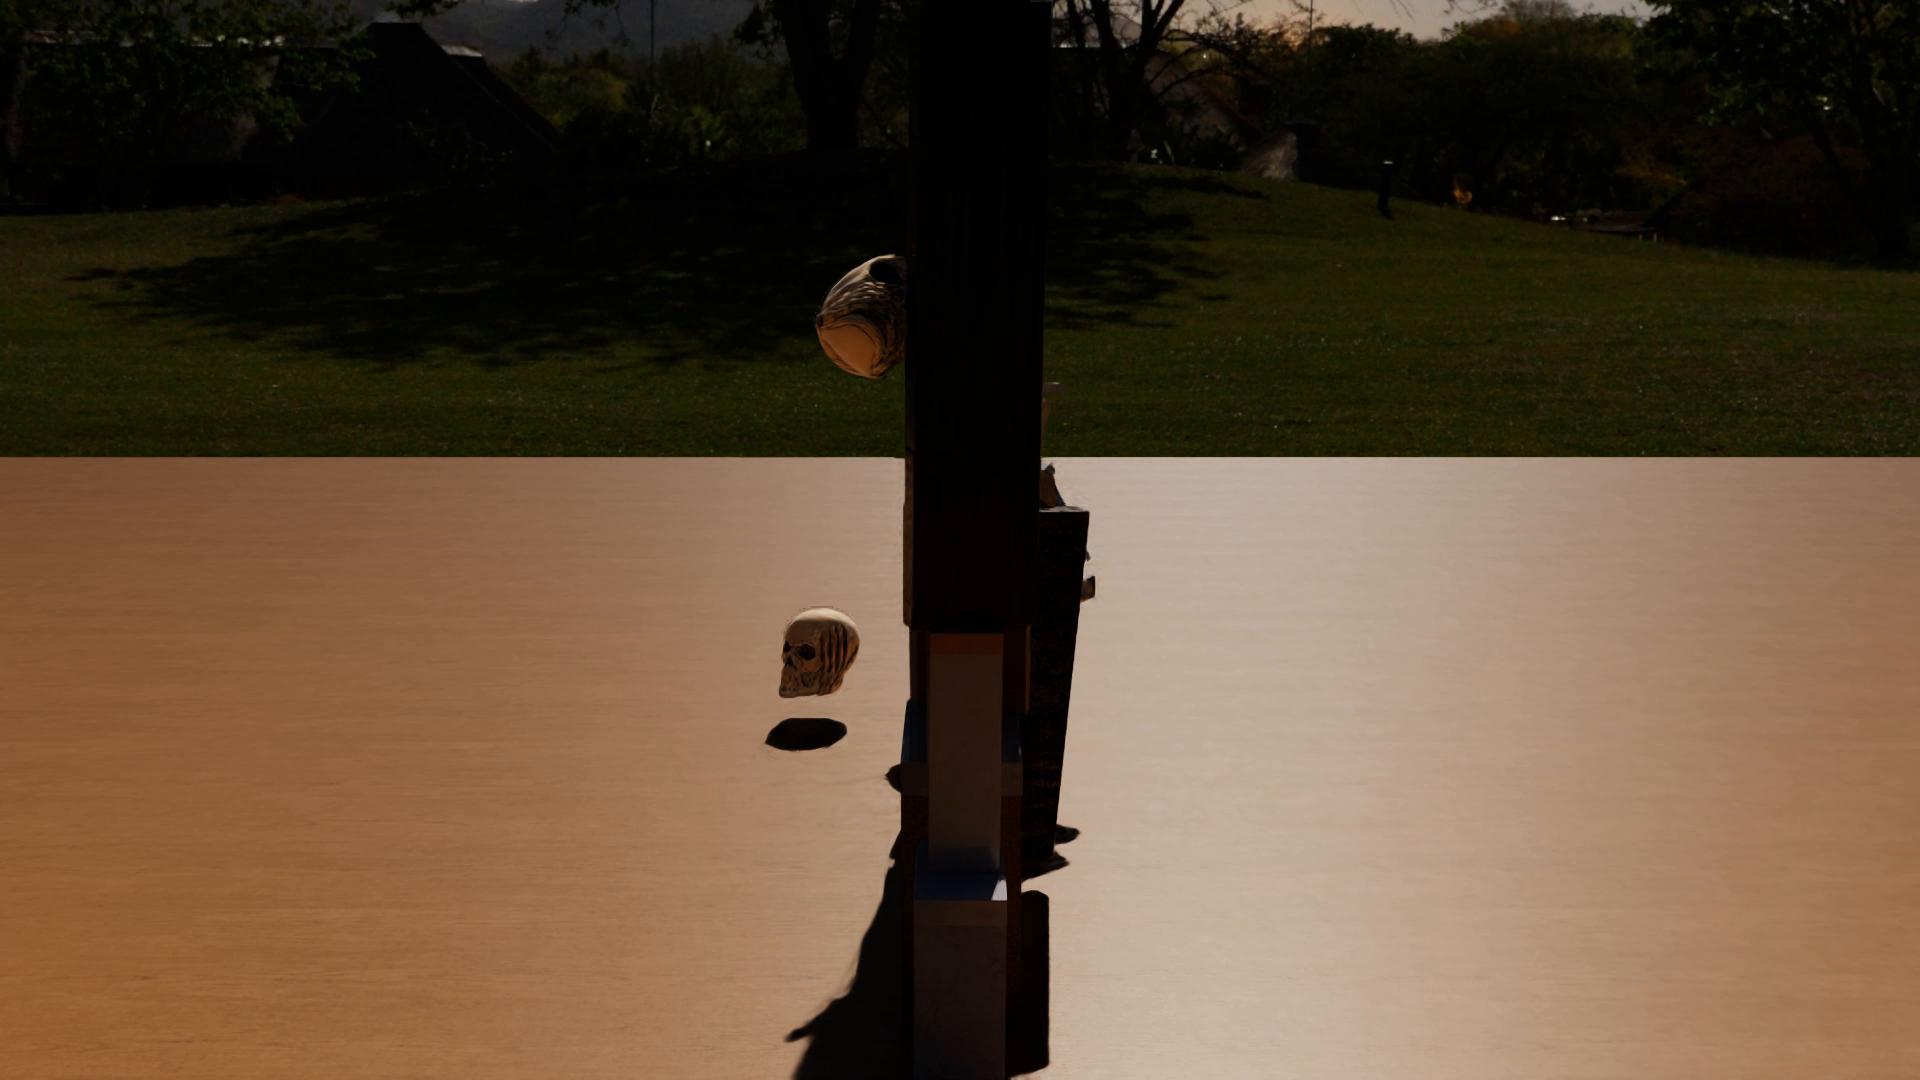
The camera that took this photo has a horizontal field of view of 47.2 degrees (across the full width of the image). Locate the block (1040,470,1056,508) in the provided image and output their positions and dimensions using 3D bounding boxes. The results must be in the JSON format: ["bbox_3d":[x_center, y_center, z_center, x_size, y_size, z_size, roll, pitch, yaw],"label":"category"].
[{"bbox_3d":[0.038,-0.090,3.389,0.165,0.047,0.329,2,-4,12],"label":"block"}]

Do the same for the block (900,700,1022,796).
[{"bbox_3d":[0.002,0.301,3.229,0.170,0.048,0.340,0,11,0],"label":"block"}]

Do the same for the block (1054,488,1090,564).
[{"bbox_3d":[0.189,-0.020,4.272,0.024,0.170,0.085,-18,-13,-33],"label":"block"}]

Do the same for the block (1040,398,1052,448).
[{"bbox_3d":[0.104,-0.170,3.494,0.060,0.120,0.017,21,15,34],"label":"block"}]

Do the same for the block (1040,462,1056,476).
[{"bbox_3d":[0.108,-0.101,4.235,0.085,0.024,0.170,-2,26,32],"label":"block"}]

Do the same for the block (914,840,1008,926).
[{"bbox_3d":[0.000,0.459,2.957,0.121,0.034,0.241,0,11,0],"label":"block"}]

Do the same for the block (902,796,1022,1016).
[{"bbox_3d":[0.002,0.513,3.152,0.170,0.340,0.048,0,11,0],"label":"block"}]

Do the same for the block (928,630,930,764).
[{"bbox_3d":[0.004,0.214,3.041,0.096,0.192,0.027,0,10,0],"label":"block"}]

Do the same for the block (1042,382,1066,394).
[{"bbox_3d":[0.106,-0.241,3.471,0.120,0.017,0.060,-2,7,-45],"label":"block"}]

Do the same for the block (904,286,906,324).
[{"bbox_3d":[-0.004,-0.421,3.621,0.166,0.047,0.332,0,21,1],"label":"block"}]

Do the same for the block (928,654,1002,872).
[{"bbox_3d":[0.007,0.292,2.925,0.096,0.305,0.027,1,11,0],"label":"block"}]

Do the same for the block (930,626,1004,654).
[{"bbox_3d":[0.007,0.118,2.957,0.096,0.027,0.192,0,10,-1],"label":"block"}]

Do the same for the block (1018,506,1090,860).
[{"bbox_3d":[0.100,0.240,3.620,0.165,0.594,0.047,-1,13,-29],"label":"block"}]

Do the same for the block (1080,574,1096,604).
[{"bbox_3d":[0.105,0.119,4.262,0.155,0.044,0.311,11,22,40],"label":"block"}]

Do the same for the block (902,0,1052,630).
[{"bbox_3d":[0.020,-0.297,2.833,0.171,0.832,0.048,-2,12,-16],"label":"block"}]

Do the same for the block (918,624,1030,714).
[{"bbox_3d":[0.022,0.094,3.310,0.165,0.329,0.047,2,9,10],"label":"block"}]

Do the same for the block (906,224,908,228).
[{"bbox_3d":[0.034,-0.422,4.202,0.025,0.471,0.087,-17,26,30],"label":"block"}]

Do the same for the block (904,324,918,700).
[{"bbox_3d":[-0.004,-0.013,3.621,0.166,0.714,0.047,-1,16,-3],"label":"block"}]

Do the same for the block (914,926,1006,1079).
[{"bbox_3d":[0.000,0.609,2.903,0.121,0.241,0.034,0,11,0],"label":"block"}]
